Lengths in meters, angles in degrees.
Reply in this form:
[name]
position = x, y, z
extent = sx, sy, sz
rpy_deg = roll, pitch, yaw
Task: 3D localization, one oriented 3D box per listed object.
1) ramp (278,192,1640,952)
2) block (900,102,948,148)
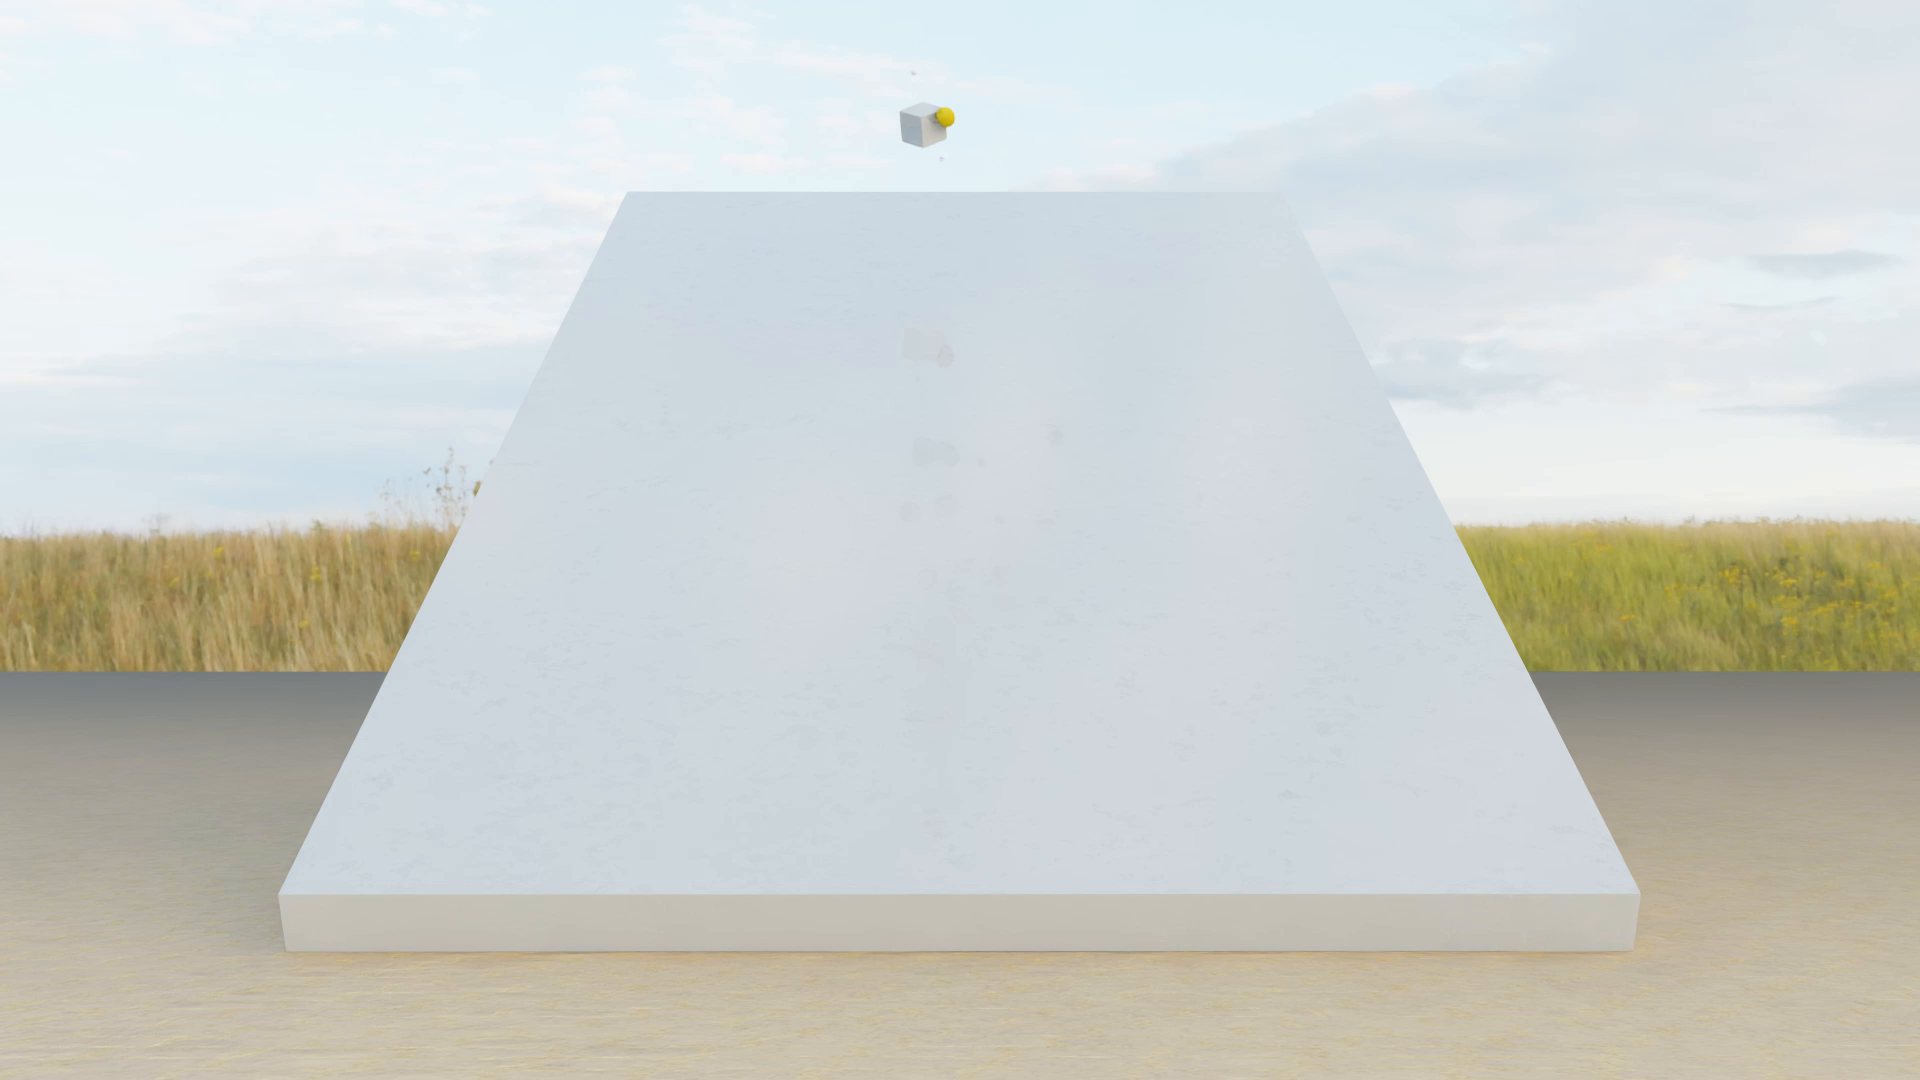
[ramp]
position = -0.008, -0.226, 5.255
extent = 2.000, 0.100, 4.000
rpy_deg = 0, 23, 0
[block]
position = -0.105, -1.182, 6.594
extent = 0.092, 0.092, 0.092
rpy_deg = -28, 38, -35
